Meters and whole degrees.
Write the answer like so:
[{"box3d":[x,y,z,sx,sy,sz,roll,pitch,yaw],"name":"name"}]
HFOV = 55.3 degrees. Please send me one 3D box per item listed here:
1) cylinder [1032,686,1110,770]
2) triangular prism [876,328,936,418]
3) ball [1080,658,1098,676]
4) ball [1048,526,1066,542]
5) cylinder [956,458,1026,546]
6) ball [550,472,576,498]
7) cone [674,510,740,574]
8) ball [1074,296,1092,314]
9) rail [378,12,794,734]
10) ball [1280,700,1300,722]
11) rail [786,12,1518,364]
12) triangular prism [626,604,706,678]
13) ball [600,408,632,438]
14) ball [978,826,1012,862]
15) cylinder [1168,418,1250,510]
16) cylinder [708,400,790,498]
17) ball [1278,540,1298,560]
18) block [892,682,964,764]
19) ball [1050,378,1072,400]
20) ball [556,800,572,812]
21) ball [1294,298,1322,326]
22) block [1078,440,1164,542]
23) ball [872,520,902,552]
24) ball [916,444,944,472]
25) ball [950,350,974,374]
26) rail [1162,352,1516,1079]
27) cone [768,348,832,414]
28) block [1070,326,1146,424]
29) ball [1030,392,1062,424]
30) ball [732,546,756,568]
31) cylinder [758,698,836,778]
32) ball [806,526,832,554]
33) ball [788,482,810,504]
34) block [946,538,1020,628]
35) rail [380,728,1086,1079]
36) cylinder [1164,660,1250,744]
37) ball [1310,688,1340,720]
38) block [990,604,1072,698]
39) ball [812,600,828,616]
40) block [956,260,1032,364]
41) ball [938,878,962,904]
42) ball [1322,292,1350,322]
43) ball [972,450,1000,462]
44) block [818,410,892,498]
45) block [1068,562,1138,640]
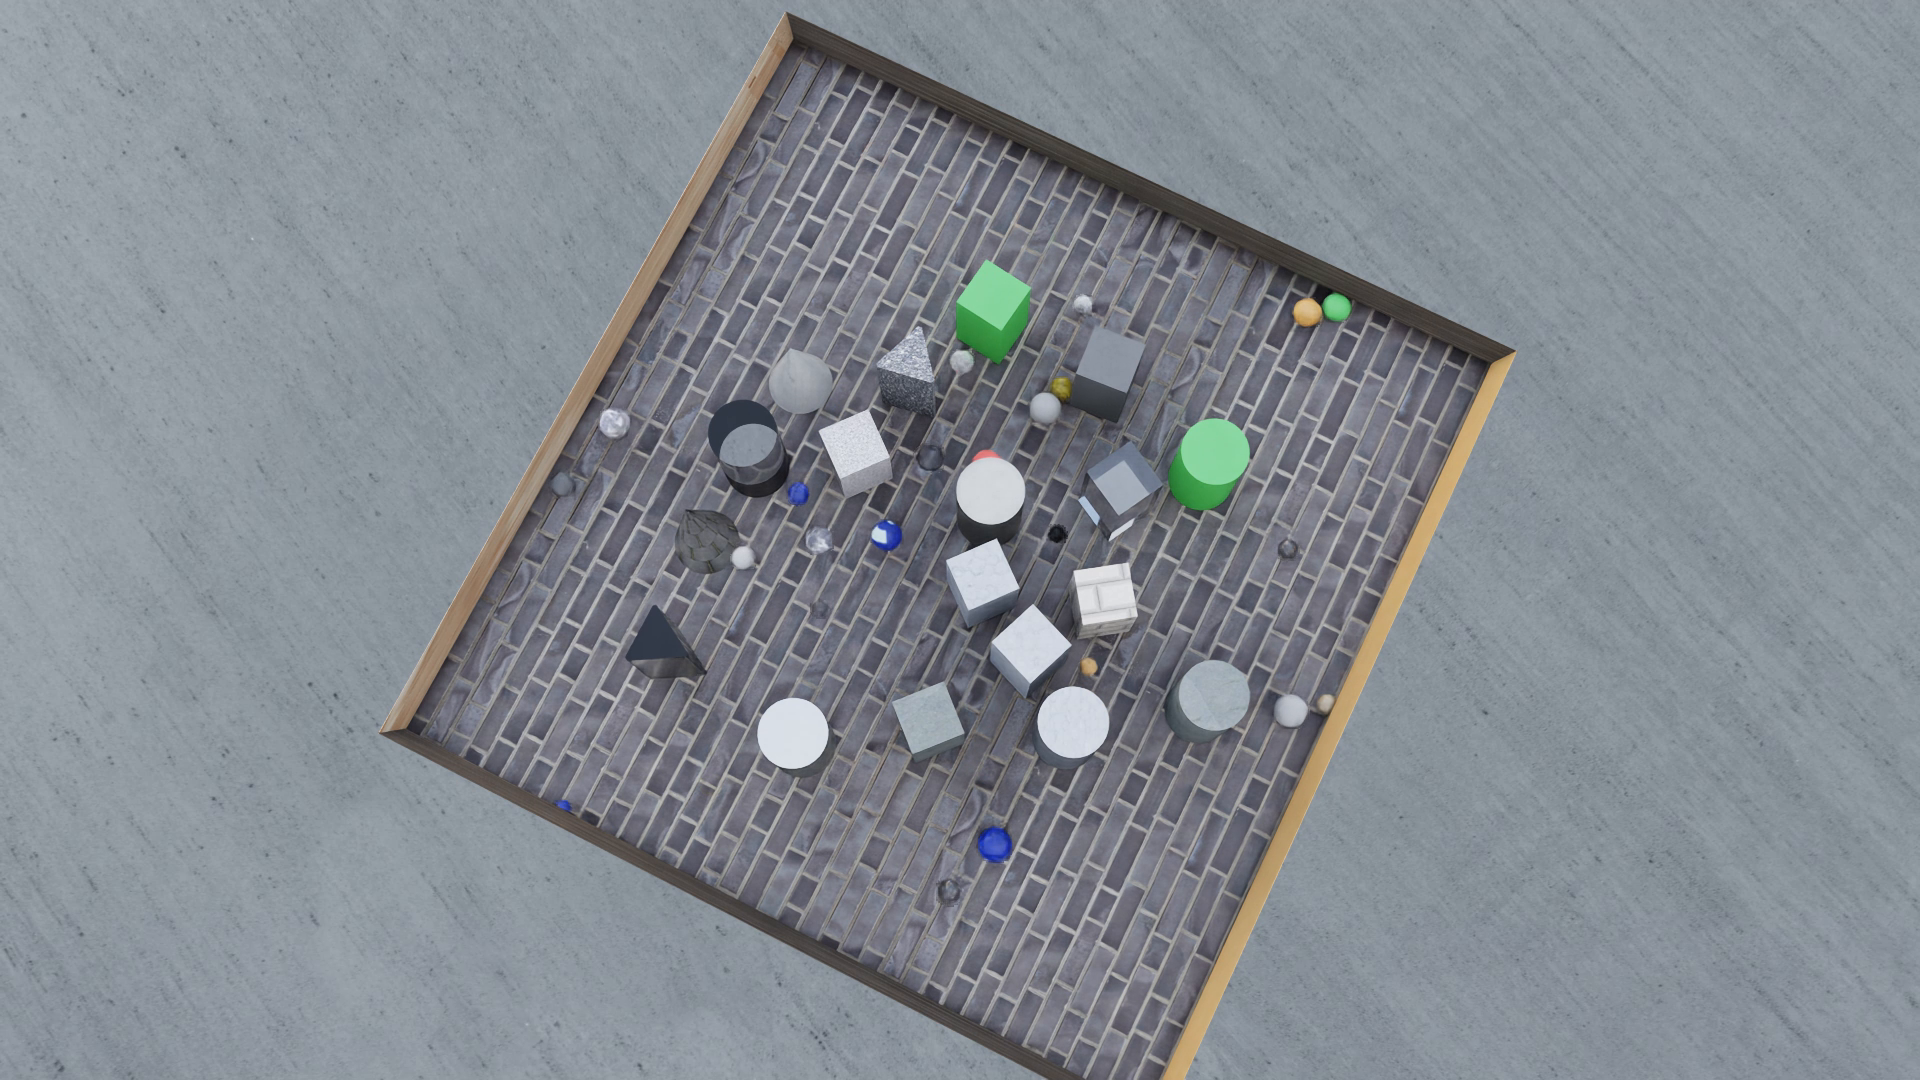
[{"box3d":[0.316,0.548,5.302,0.200,0.395,0.200,0,78,0],"name":"cylinder"},{"box3d":[-0.139,-0.515,5.529,0.173,0.381,0.150,17,79,3],"name":"triangular prism"},{"box3d":[0.388,0.383,5.511,0.051,0.051,0.051,0,78,0],"name":"ball"},{"box3d":[0.295,-0.017,5.595,0.051,0.051,0.051,0,78,0],"name":"ball"},{"box3d":[0.089,-0.108,5.464,0.200,0.342,0.200,0,78,0],"name":"cylinder"},{"box3d":[-1.216,-0.168,5.613,0.076,0.076,0.076,0,78,0],"name":"ball"},{"box3d":[-0.775,-0.040,5.391,0.200,0.459,0.200,0,78,0],"name":"cone"},{"box3d":[0.387,-0.737,5.740,0.057,0.057,0.057,0,78,0],"name":"ball"},{"box3d":[-1.109,-0.536,5.660,0.045,0.130,2.570,26,80,5],"name":"rail"},{"box3d":[0.984,0.509,5.461,0.062,0.062,0.062,0,78,0],"name":"ball"},{"box3d":[0.564,-1.098,5.777,2.527,0.130,0.045,26,80,5],"name":"rail"},{"box3d":[-0.855,0.296,5.347,0.173,0.408,0.150,-4,78,-1],"name":"triangular prism"},{"box3d":[-1.062,-0.359,5.642,0.096,0.096,0.096,0,78,0],"name":"ball"},{"box3d":[0.102,0.893,5.381,0.100,0.100,0.100,0,78,0],"name":"ball"},{"box3d":[0.742,-0.223,5.491,0.200,0.337,0.200,0,78,0],"name":"cylinder"},{"box3d":[-0.626,-0.268,5.470,0.200,0.396,0.200,0,78,0],"name":"cylinder"},{"box3d":[0.997,0.028,5.579,0.062,0.062,0.062,0,78,0],"name":"ball"},{"box3d":[-0.090,0.535,5.352,0.160,0.302,0.160,-21,79,-4],"name":"block"},{"box3d":[0.314,-0.467,5.677,0.071,0.071,0.071,0,78,0],"name":"ball"},{"box3d":[-1.176,0.794,5.428,0.047,0.047,0.047,0,78,0],"name":"ball"},{"box3d":[1.083,-0.710,5.718,0.087,0.087,0.087,0,78,0],"name":"ball"},{"box3d":[0.475,-0.141,5.456,0.160,0.371,0.160,-34,80,-7],"name":"block"},{"box3d":[-0.221,-0.012,5.571,0.093,0.093,0.093,0,78,0],"name":"ball"},{"box3d":[-0.092,-0.252,5.626,0.084,0.084,0.084,0,78,0],"name":"ball"},{"box3d":[0.007,-0.553,5.694,0.073,0.073,0.073,0,78,0],"name":"ball"},{"box3d":[1.109,0.550,5.436,0.045,0.130,2.570,26,80,5],"name":"rail"},{"box3d":[-0.497,-0.526,5.543,0.200,0.357,0.200,0,78,0],"name":"cone"},{"box3d":[0.443,-0.497,5.548,0.160,0.337,0.160,22,79,4],"name":"block"},{"box3d":[0.263,-0.405,5.650,0.098,0.098,0.098,0,78,0],"name":"ball"},{"box3d":[-0.658,0.052,5.570,0.070,0.070,0.070,0,78,0],"name":"ball"},{"box3d":[-0.471,0.578,5.327,0.200,0.333,0.200,0,78,0],"name":"cylinder"},{"box3d":[-0.430,-0.002,5.575,0.083,0.083,0.083,0,78,0],"name":"ball"},{"box3d":[-0.494,-0.144,5.613,0.066,0.066,0.066,0,78,0],"name":"ball"},{"box3d":[0.065,0.131,5.425,0.160,0.323,0.160,-23,79,-5],"name":"block"},{"box3d":[-0.564,1.112,5.319,2.527,0.130,0.045,26,80,5],"name":"rail"},{"box3d":[0.715,0.474,5.330,0.200,0.370,0.200,0,78,0],"name":"cylinder"},{"box3d":[1.099,0.491,5.483,0.099,0.099,0.099,0,78,0],"name":"ball"},{"box3d":[0.202,0.330,5.354,0.160,0.381,0.160,-42,81,-8],"name":"block"},{"box3d":[-0.422,0.206,5.548,0.050,0.050,0.050,0,78,0],"name":"ball"},{"box3d":[0.100,-0.690,5.585,0.160,0.341,0.160,33,80,6],"name":"block"},{"box3d":[-0.031,1.029,5.367,0.072,0.072,0.072,0,78,0],"name":"ball"},{"box3d":[1.175,-0.727,5.723,0.089,0.089,0.089,0,78,0],"name":"ball"},{"box3d":[0.083,-0.228,5.615,0.096,0.096,0.096,0,78,0],"name":"ball"},{"box3d":[-0.312,-0.256,5.533,0.160,0.267,0.160,-24,79,-5],"name":"block"},{"box3d":[0.421,0.184,5.433,0.160,0.285,0.160,-9,78,-2],"name":"block"}]
